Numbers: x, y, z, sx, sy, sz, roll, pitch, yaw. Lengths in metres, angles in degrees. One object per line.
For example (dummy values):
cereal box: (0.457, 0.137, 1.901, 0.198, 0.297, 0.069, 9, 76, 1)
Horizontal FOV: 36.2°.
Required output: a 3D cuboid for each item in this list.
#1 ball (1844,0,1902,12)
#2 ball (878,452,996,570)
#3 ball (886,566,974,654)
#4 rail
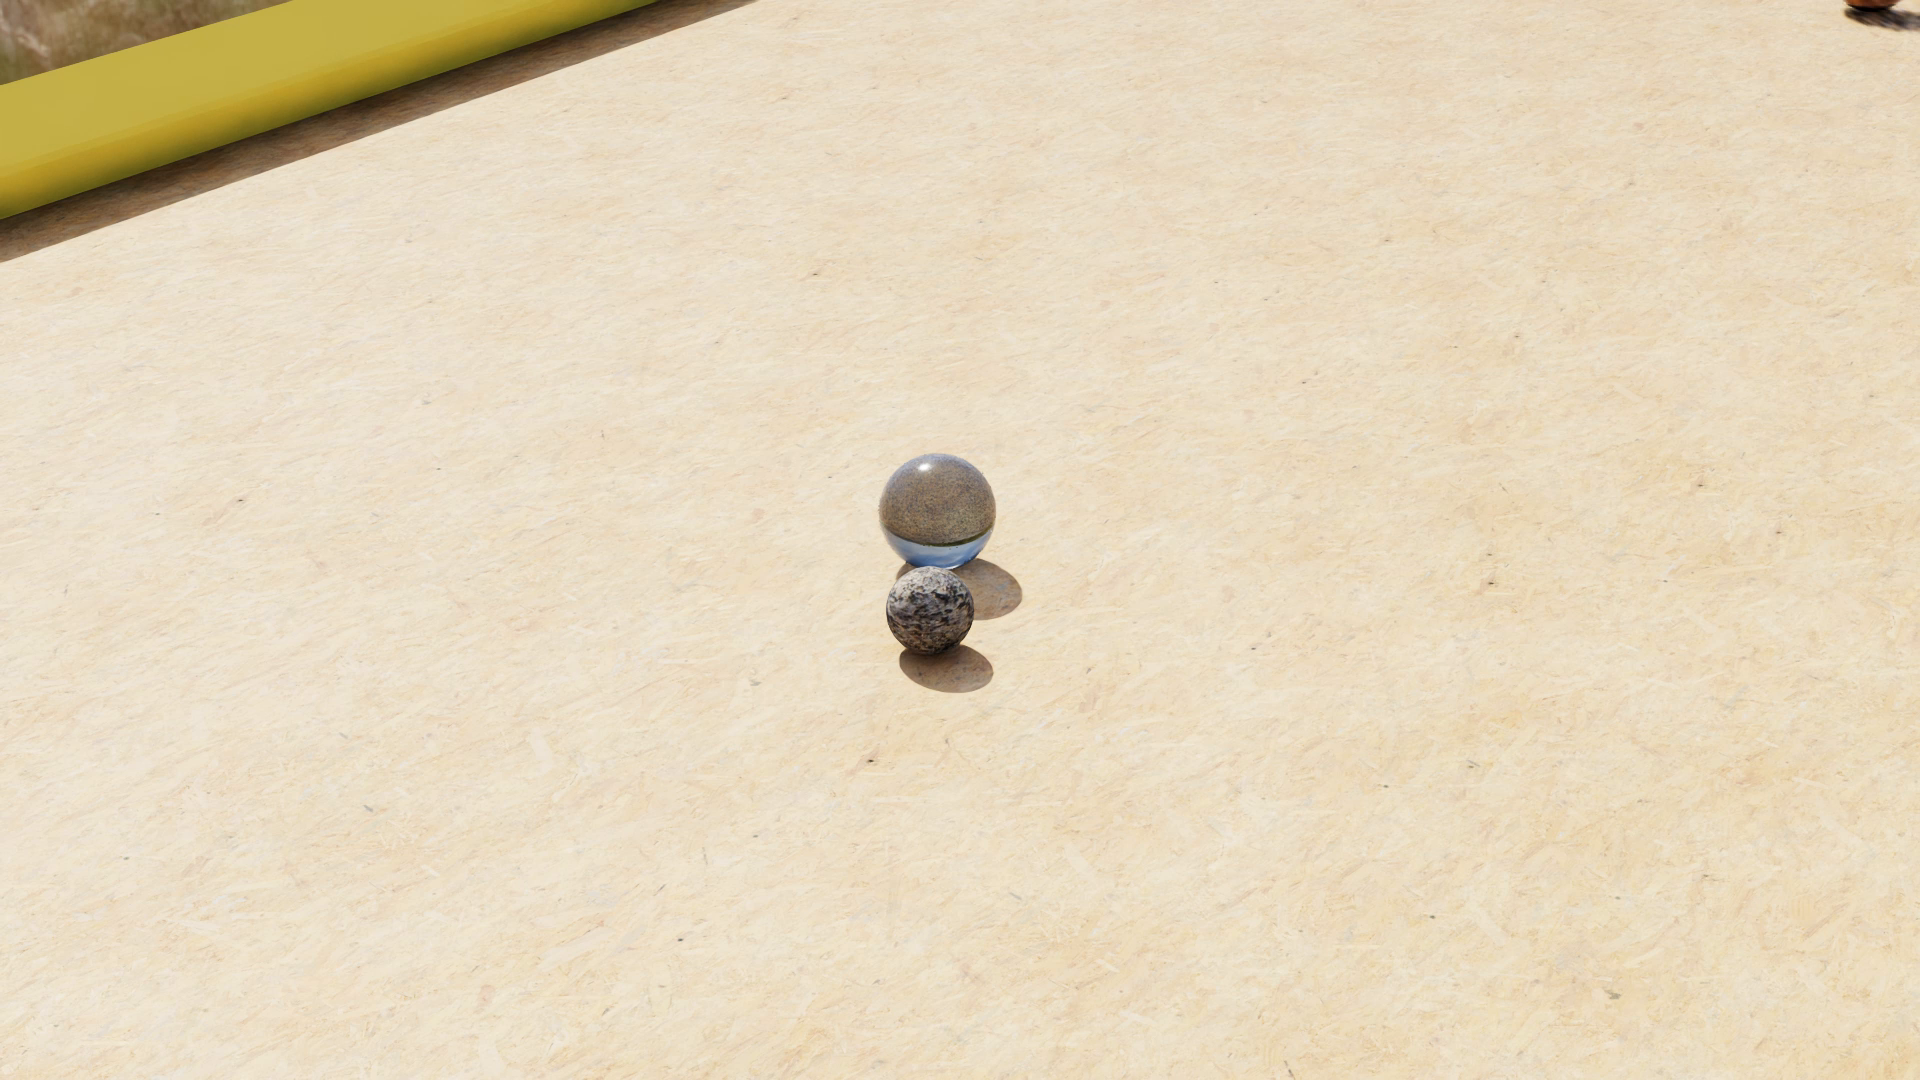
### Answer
ball: (0.952, -0.593, 3.066, 0.085, 0.085, 0.085, 0, 25, 0)
ball: (-0.014, -0.018, 1.852, 0.075, 0.075, 0.075, 0, 25, 0)
ball: (-0.018, 0.042, 1.751, 0.053, 0.053, 0.053, 0, 25, 0)
rail: (-0.344, -0.592, 3.031, 0.045, 0.110, 3.643, 16, 30, 31)
